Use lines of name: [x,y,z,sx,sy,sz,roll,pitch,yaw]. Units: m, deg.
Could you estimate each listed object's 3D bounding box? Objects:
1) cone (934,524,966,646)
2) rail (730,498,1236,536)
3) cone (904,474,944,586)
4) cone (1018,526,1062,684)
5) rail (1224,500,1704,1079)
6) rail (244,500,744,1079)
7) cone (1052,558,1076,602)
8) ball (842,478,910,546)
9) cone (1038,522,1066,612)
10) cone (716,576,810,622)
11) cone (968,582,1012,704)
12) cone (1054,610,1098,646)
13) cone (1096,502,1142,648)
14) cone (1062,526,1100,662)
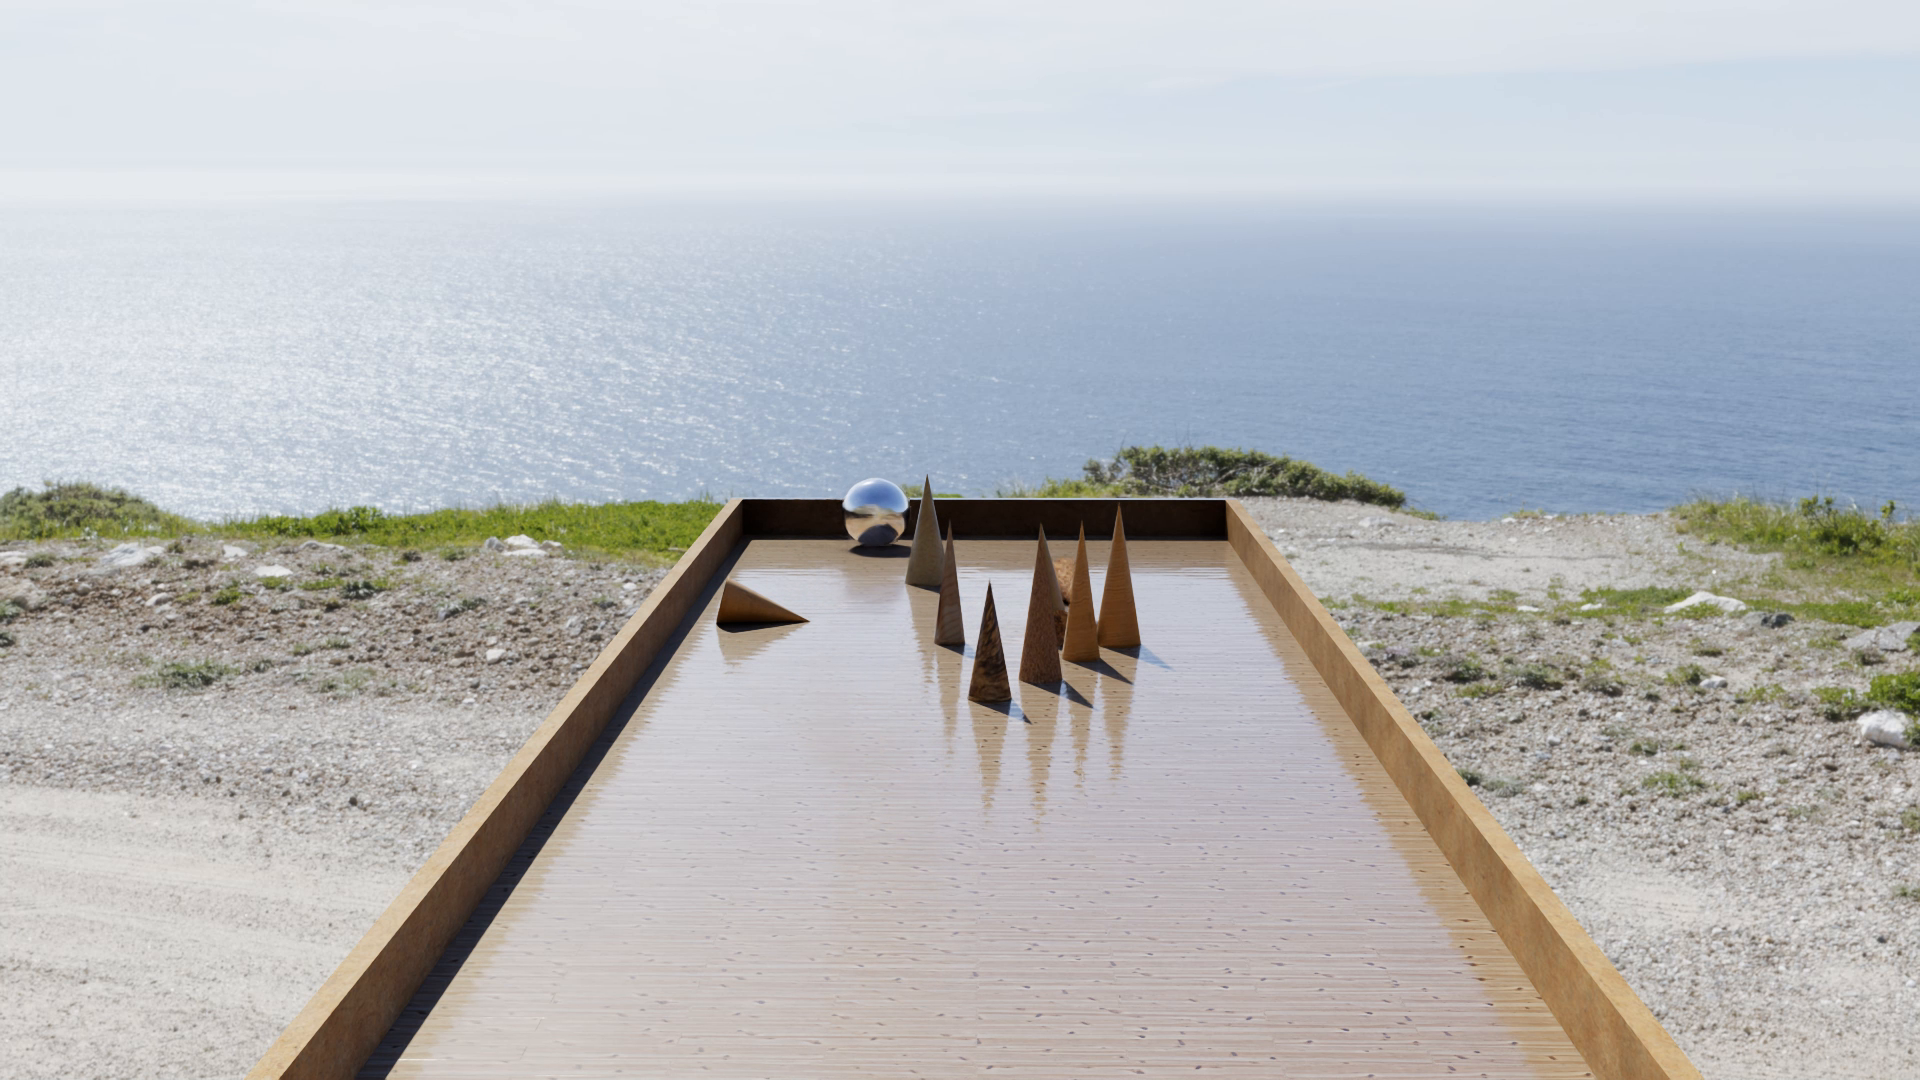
cone: [-0.033,0.126,6.930,0.101,0.401,0.101,0,9,0]
rail: [0.099,-0.098,9.147,2.100,0.150,0.050,0,9,1]
cone: [-0.119,-0.045,8.001,0.169,0.404,0.169,0,9,0]
cone: [0.235,0.182,6.410,0.129,0.454,0.129,0,9,0]
rail: [1.046,0.843,3.208,0.050,0.150,12.000,0,9,1]
rail: [-1.004,0.839,3.234,0.050,0.150,12.000,0,9,1]
cone: [0.401,0.193,7.578,0.135,0.135,0.433,-1,18,-8]
ball: [-0.339,-0.112,8.836,0.274,0.274,0.274,0,9,0]
cone: [0.272,0.122,7.022,0.145,0.371,0.145,-5,9,1]
cone: [-0.641,0.234,7.286,0.304,0.160,0.160,14,8,-4]
cone: [0.083,0.275,6.168,0.127,0.346,0.127,0,9,0]
cone: [0.427,0.281,7.058,0.113,0.113,0.386,6,3,34]
cone: [0.498,0.103,6.910,0.148,0.455,0.148,0,9,0]
cone: [0.370,0.149,6.694,0.119,0.430,0.119,0,9,0]
